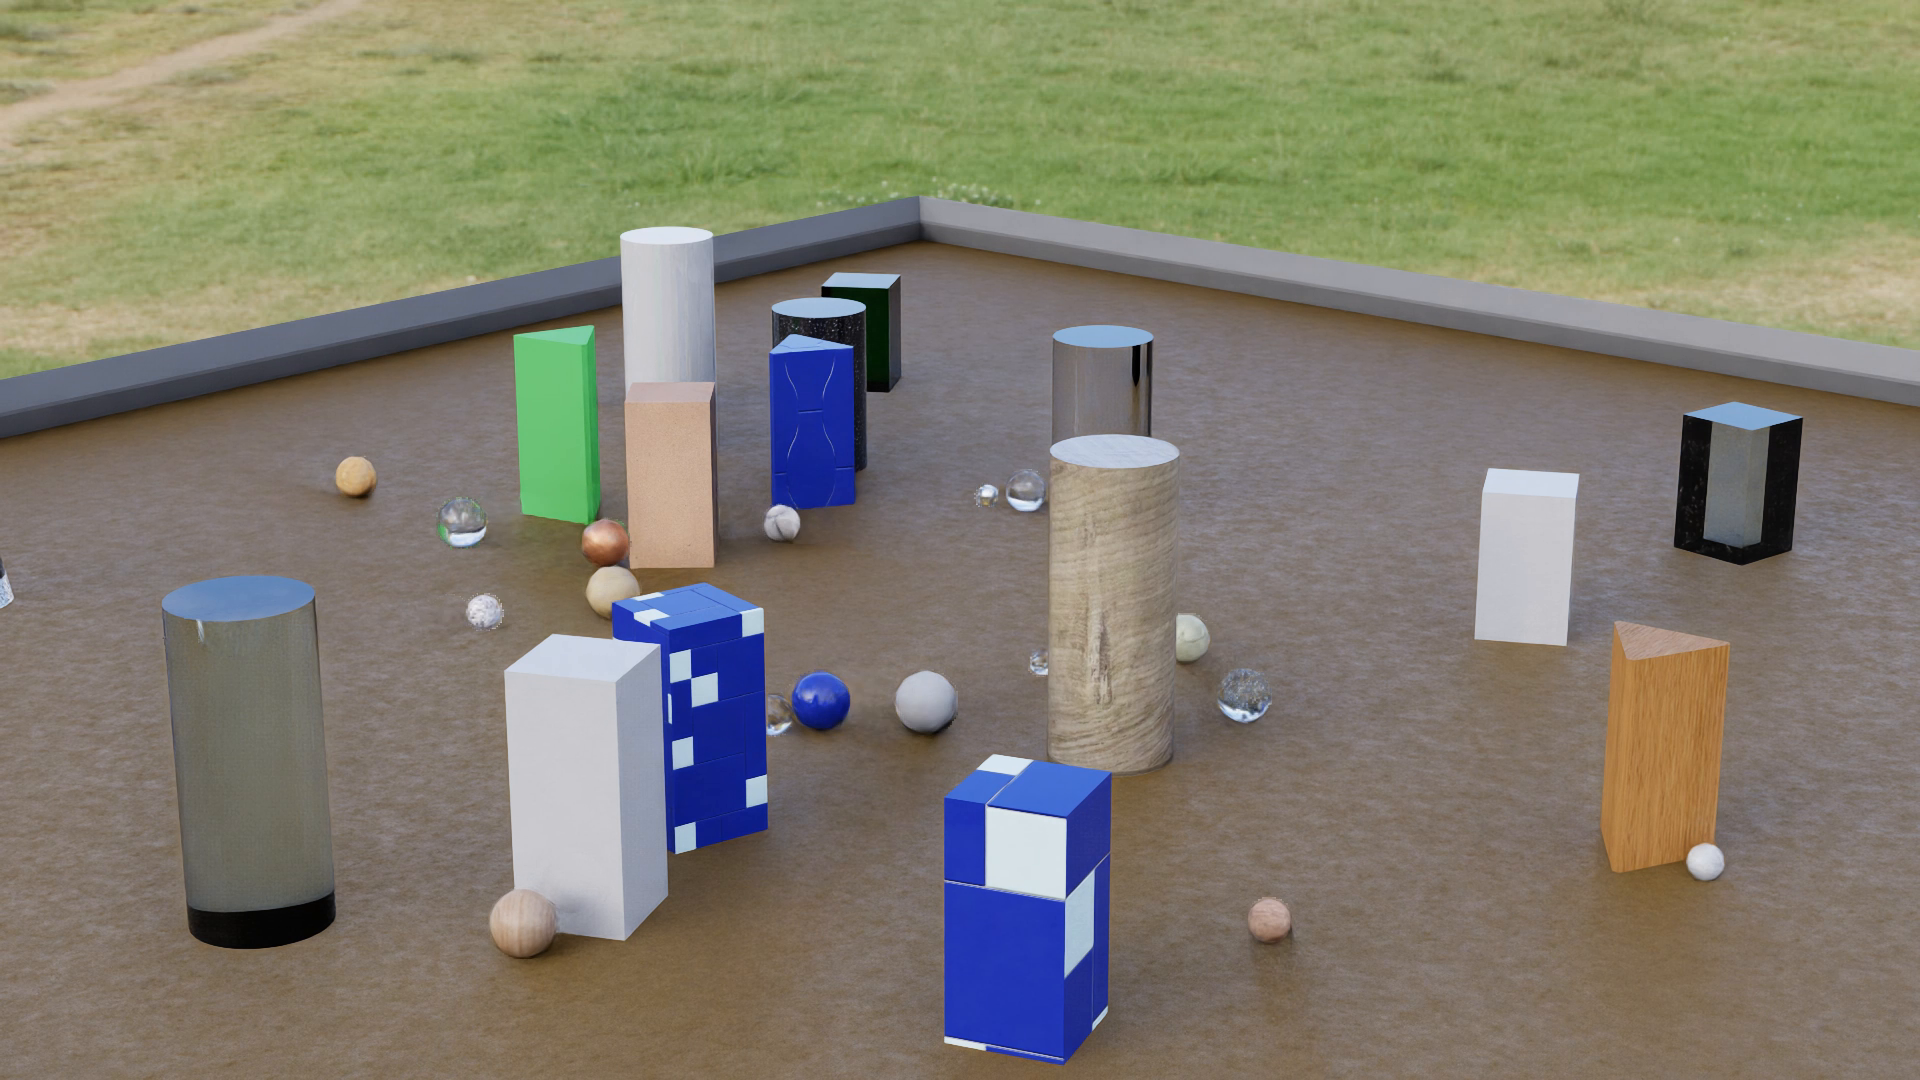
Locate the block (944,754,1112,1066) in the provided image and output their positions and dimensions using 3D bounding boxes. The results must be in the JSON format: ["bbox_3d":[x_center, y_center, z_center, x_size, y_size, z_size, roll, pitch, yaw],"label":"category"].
[{"bbox_3d":[0.080,0.434,3.462,0.150,0.312,0.150,7,18,22],"label":"block"}]

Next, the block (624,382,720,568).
[{"bbox_3d":[-0.519,-0.118,5.299,0.150,0.306,0.150,0,17,-1],"label":"block"}]

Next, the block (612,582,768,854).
[{"bbox_3d":[-0.374,0.245,4.067,0.150,0.324,0.150,-12,21,-35],"label":"block"}]

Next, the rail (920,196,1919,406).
[{"bbox_3d":[1.536,-0.481,6.814,4.411,0.122,0.045,14,22,39],"label":"rail"}]

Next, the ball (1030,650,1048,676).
[{"bbox_3d":[0.133,0.197,4.712,0.042,0.042,0.042,0,17,0],"label":"ball"}]

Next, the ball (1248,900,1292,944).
[{"bbox_3d":[0.394,0.486,3.734,0.056,0.056,0.056,0,17,0],"label":"ball"}]

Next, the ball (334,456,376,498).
[{"bbox_3d":[-1.176,-0.123,5.707,0.079,0.079,0.079,0,17,0],"label":"ball"}]

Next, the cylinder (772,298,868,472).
[{"bbox_3d":[-0.282,-0.308,5.895,0.188,0.325,0.188,0,17,0],"label":"cylinder"}]

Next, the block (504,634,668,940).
[{"bbox_3d":[-0.479,0.317,3.782,0.150,0.350,0.150,5,17,15],"label":"block"}]

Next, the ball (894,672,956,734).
[{"bbox_3d":[-0.052,0.247,4.459,0.094,0.094,0.094,0,17,0],"label":"ball"}]

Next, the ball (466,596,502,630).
[{"bbox_3d":[-0.801,0.122,4.935,0.058,0.058,0.058,0,17,0],"label":"ball"}]

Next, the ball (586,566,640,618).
[{"bbox_3d":[-0.590,0.089,4.987,0.090,0.090,0.090,0,17,0],"label":"ball"}]

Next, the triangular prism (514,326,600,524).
[{"bbox_3d":[-0.734,-0.225,5.581,0.163,0.347,0.141,9,19,27],"label":"triangular prism"}]

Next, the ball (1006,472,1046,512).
[{"bbox_3d":[0.126,-0.092,5.608,0.078,0.078,0.078,0,17,0],"label":"ball"}]

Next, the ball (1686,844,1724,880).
[{"bbox_3d":[0.998,0.431,3.925,0.049,0.049,0.049,0,17,0],"label":"ball"}]

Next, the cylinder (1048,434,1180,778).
[{"bbox_3d":[0.224,0.096,4.311,0.188,0.469,0.188,0,17,0],"label":"cylinder"}]

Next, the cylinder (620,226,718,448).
[{"bbox_3d":[-0.596,-0.407,6.019,0.188,0.442,0.188,0,17,0],"label":"cylinder"}]

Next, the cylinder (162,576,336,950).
[{"bbox_3d":[-0.906,0.282,3.746,0.188,0.438,0.188,0,17,0],"label":"cylinder"}]

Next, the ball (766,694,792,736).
[{"bbox_3d":[-0.285,0.265,4.450,0.063,0.063,0.063,0,17,0],"label":"ball"}]

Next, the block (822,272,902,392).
[{"bbox_3d":[-0.220,-0.466,6.569,0.150,0.236,0.150,3,17,9],"label":"block"}]

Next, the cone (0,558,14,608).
[{"bbox_3d":[-1.738,-0.116,5.015,0.188,0.466,0.188,0,17,0],"label":"cone"}]

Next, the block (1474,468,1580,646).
[{"bbox_3d":[0.949,0.027,4.906,0.150,0.255,0.150,4,17,13],"label":"block"}]

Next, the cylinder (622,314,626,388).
[{"bbox_3d":[-0.632,-0.434,6.331,0.188,0.312,0.188,0,17,0],"label":"cylinder"}]

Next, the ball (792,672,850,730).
[{"bbox_3d":[-0.212,0.245,4.465,0.090,0.090,0.090,0,17,0],"label":"ball"}]

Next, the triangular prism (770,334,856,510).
[{"bbox_3d":[-0.302,-0.231,5.664,0.163,0.310,0.141,-5,18,-17],"label":"triangular prism"}]

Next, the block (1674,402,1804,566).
[{"bbox_3d":[1.419,-0.105,5.347,0.150,0.252,0.150,-13,21,-37],"label":"block"}]

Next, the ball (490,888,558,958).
[{"bbox_3d":[-0.549,0.482,3.694,0.086,0.086,0.086,0,17,0],"label":"ball"}]

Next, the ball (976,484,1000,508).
[{"bbox_3d":[0.054,-0.085,5.642,0.043,0.043,0.043,0,17,0],"label":"ball"}]

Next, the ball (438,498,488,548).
[{"bbox_3d":[-0.914,-0.031,5.382,0.091,0.091,0.091,0,17,0],"label":"ball"}]

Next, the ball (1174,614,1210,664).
[{"bbox_3d":[0.366,0.161,4.767,0.080,0.080,0.080,0,17,0],"label":"ball"}]

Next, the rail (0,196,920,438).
[{"bbox_3d":[-1.648,-0.383,6.490,0.045,0.122,4.732,14,22,39],"label":"rail"}]

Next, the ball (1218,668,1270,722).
[{"bbox_3d":[0.436,0.239,4.504,0.082,0.082,0.082,0,17,0],"label":"ball"}]

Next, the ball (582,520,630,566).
[{"bbox_3d":[-0.636,0.005,5.255,0.086,0.086,0.086,0,17,0],"label":"ball"}]

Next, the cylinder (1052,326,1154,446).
[{"bbox_3d":[0.267,-0.211,5.521,0.188,0.354,0.188,0,17,0],"label":"cylinder"}]

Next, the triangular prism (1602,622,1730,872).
[{"bbox_3d":[0.930,0.275,4.004,0.163,0.303,0.141,-7,18,-23],"label":"triangular prism"}]

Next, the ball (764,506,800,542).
[{"bbox_3d":[-0.329,-0.031,5.420,0.068,0.068,0.068,0,17,0],"label":"ball"}]
